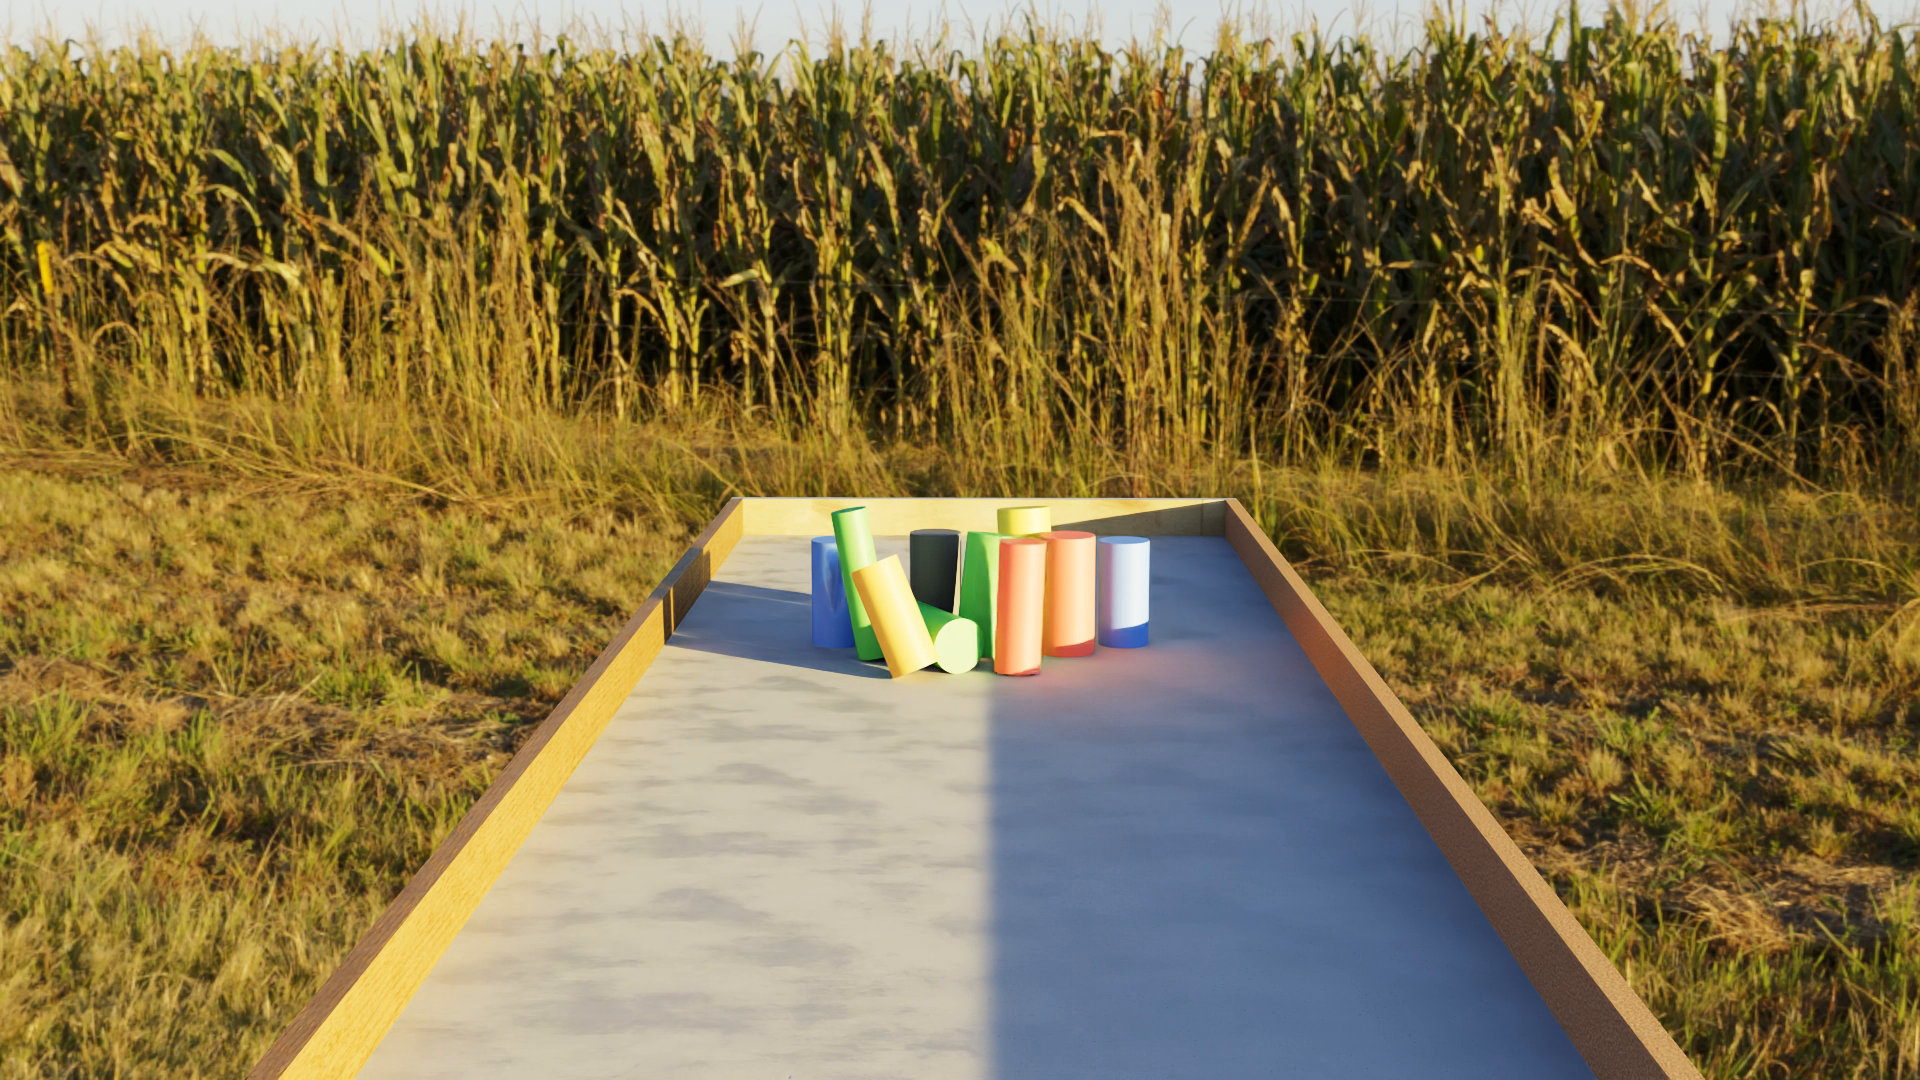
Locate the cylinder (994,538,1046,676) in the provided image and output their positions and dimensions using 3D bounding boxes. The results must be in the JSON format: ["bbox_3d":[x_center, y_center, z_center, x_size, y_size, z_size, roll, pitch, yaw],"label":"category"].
[{"bbox_3d":[0.177,0.197,6.499,0.137,0.391,0.137,2,9,0],"label":"cylinder"}]

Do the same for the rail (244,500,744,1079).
[{"bbox_3d":[-1.004,0.839,3.234,0.050,0.150,12.000,0,9,1],"label":"rail"}]

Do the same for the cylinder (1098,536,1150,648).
[{"bbox_3d":[0.515,0.164,6.922,0.158,0.330,0.158,0,9,0],"label":"cylinder"}]

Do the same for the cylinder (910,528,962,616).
[{"bbox_3d":[-0.077,0.149,6.951,0.163,0.350,0.163,0,9,0],"label":"cylinder"}]

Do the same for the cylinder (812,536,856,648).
[{"bbox_3d":[-0.384,0.162,6.932,0.167,0.331,0.167,0,9,0],"label":"cylinder"}]

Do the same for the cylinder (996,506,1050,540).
[{"bbox_3d":[0.210,0.109,6.933,0.167,0.421,0.167,-3,4,0],"label":"cylinder"}]

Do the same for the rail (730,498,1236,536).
[{"bbox_3d":[0.099,-0.098,9.147,2.100,0.150,0.050,0,9,1],"label":"rail"}]

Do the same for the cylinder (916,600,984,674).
[{"bbox_3d":[-0.087,0.287,6.669,0.165,0.165,0.380,-4,10,-26],"label":"cylinder"}]

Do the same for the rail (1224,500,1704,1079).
[{"bbox_3d":[1.046,0.843,3.208,0.050,0.150,12.000,0,9,1],"label":"rail"}]

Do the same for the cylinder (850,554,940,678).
[{"bbox_3d":[-0.191,0.224,6.436,0.147,0.333,0.147,-22,-1,0],"label":"cylinder"}]

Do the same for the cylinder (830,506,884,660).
[{"bbox_3d":[-0.297,0.131,6.687,0.111,0.455,0.111,-10,8,1],"label":"cylinder"}]

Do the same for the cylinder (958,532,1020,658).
[{"bbox_3d":[0.084,0.165,6.725,0.163,0.369,0.163,6,3,0],"label":"cylinder"}]

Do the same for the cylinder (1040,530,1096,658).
[{"bbox_3d":[0.331,0.166,6.792,0.172,0.366,0.172,0,9,0],"label":"cylinder"}]
